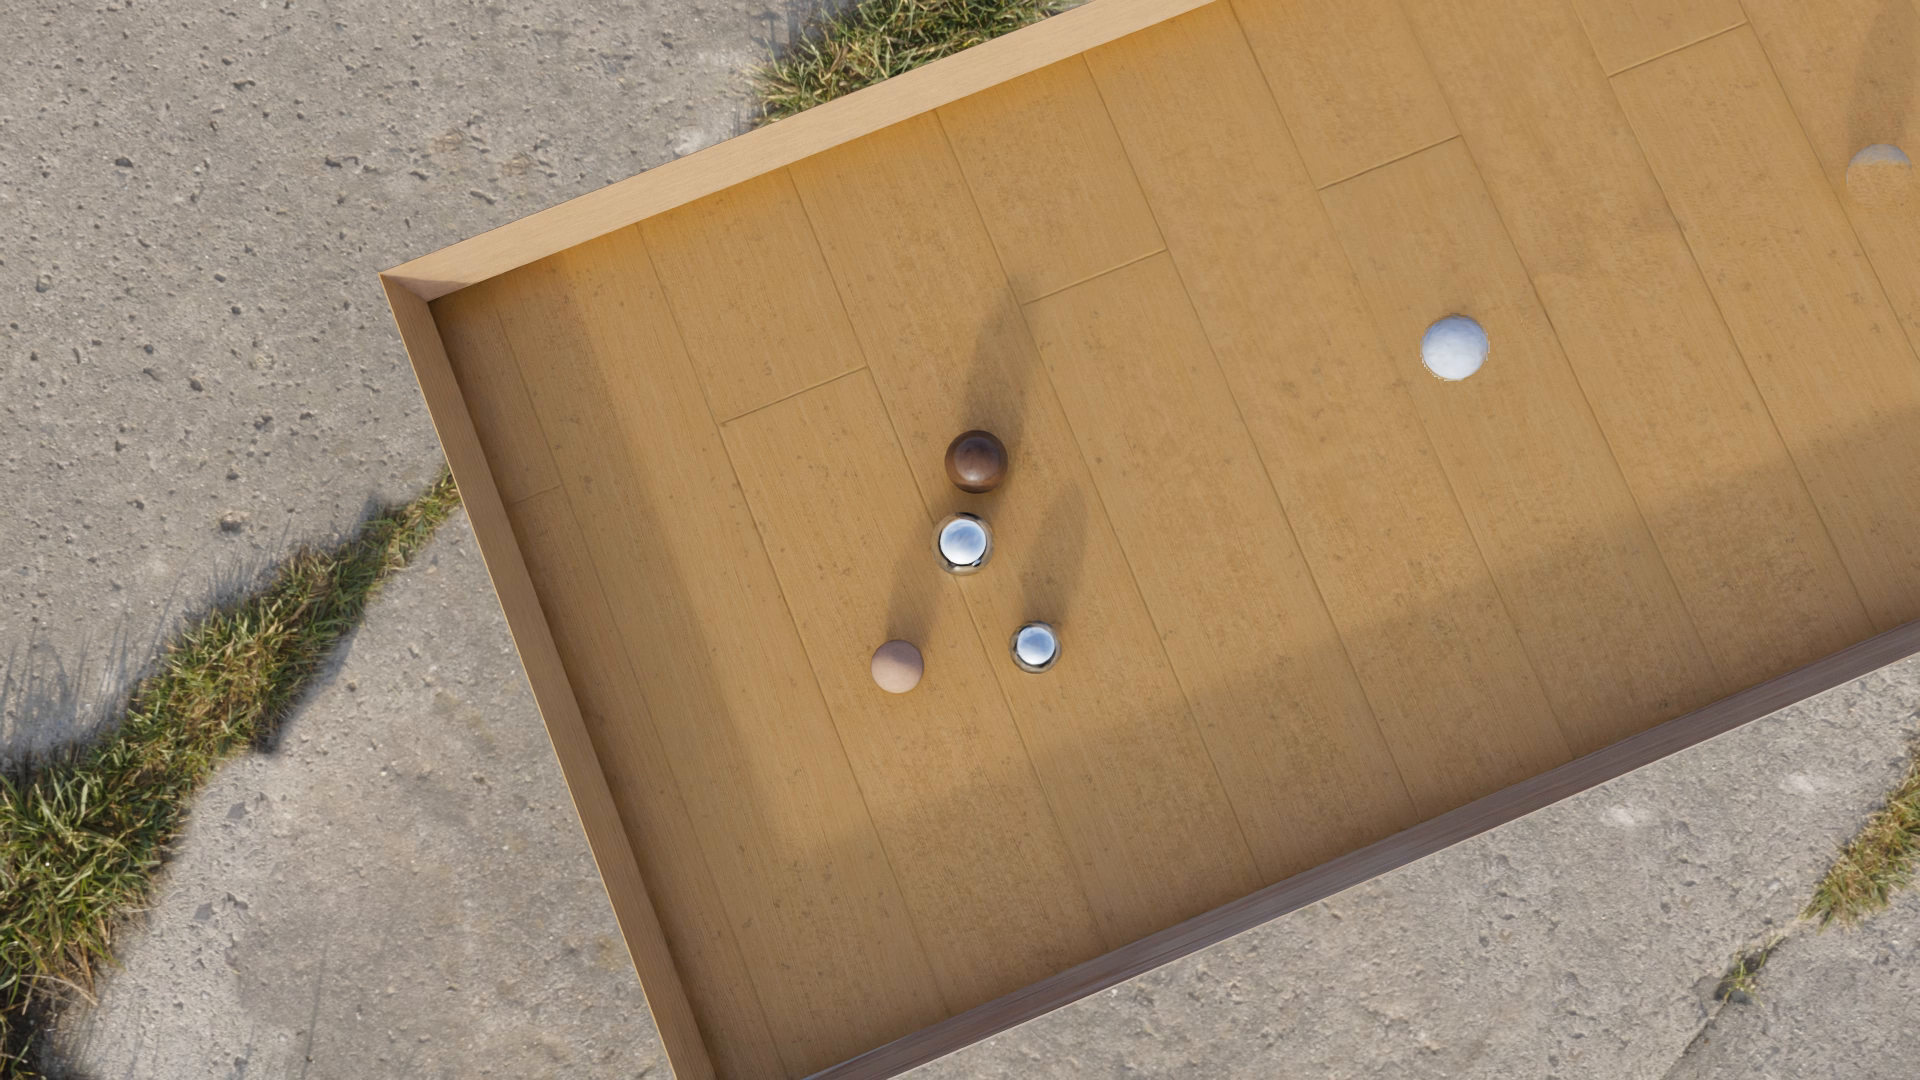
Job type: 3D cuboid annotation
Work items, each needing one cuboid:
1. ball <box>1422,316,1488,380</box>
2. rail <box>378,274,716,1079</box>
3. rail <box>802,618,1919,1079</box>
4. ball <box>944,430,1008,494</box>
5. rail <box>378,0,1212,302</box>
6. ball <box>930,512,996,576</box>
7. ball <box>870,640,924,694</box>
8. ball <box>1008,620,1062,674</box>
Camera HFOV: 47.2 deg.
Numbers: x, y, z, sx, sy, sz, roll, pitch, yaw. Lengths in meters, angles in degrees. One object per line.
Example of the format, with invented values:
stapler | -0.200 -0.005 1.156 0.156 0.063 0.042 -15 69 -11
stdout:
ball | 0.750 -0.291 3.333 0.096 0.096 0.096 0 79 0
rail | -0.589 0.230 3.218 0.045 0.126 1.373 -22 80 -4
rail | 0.859 0.358 3.194 2.634 0.126 0.045 -22 80 -4
ball | 0.025 -0.117 3.300 0.096 0.096 0.096 0 79 0
rail | 0.362 -0.850 3.422 2.634 0.126 0.045 -22 80 -4
ball | 0.004 0.006 3.276 0.097 0.097 0.097 0 79 0
ball | -0.093 0.187 3.251 0.080 0.080 0.080 0 79 0
ball | 0.112 0.159 3.256 0.080 0.080 0.080 0 79 0
